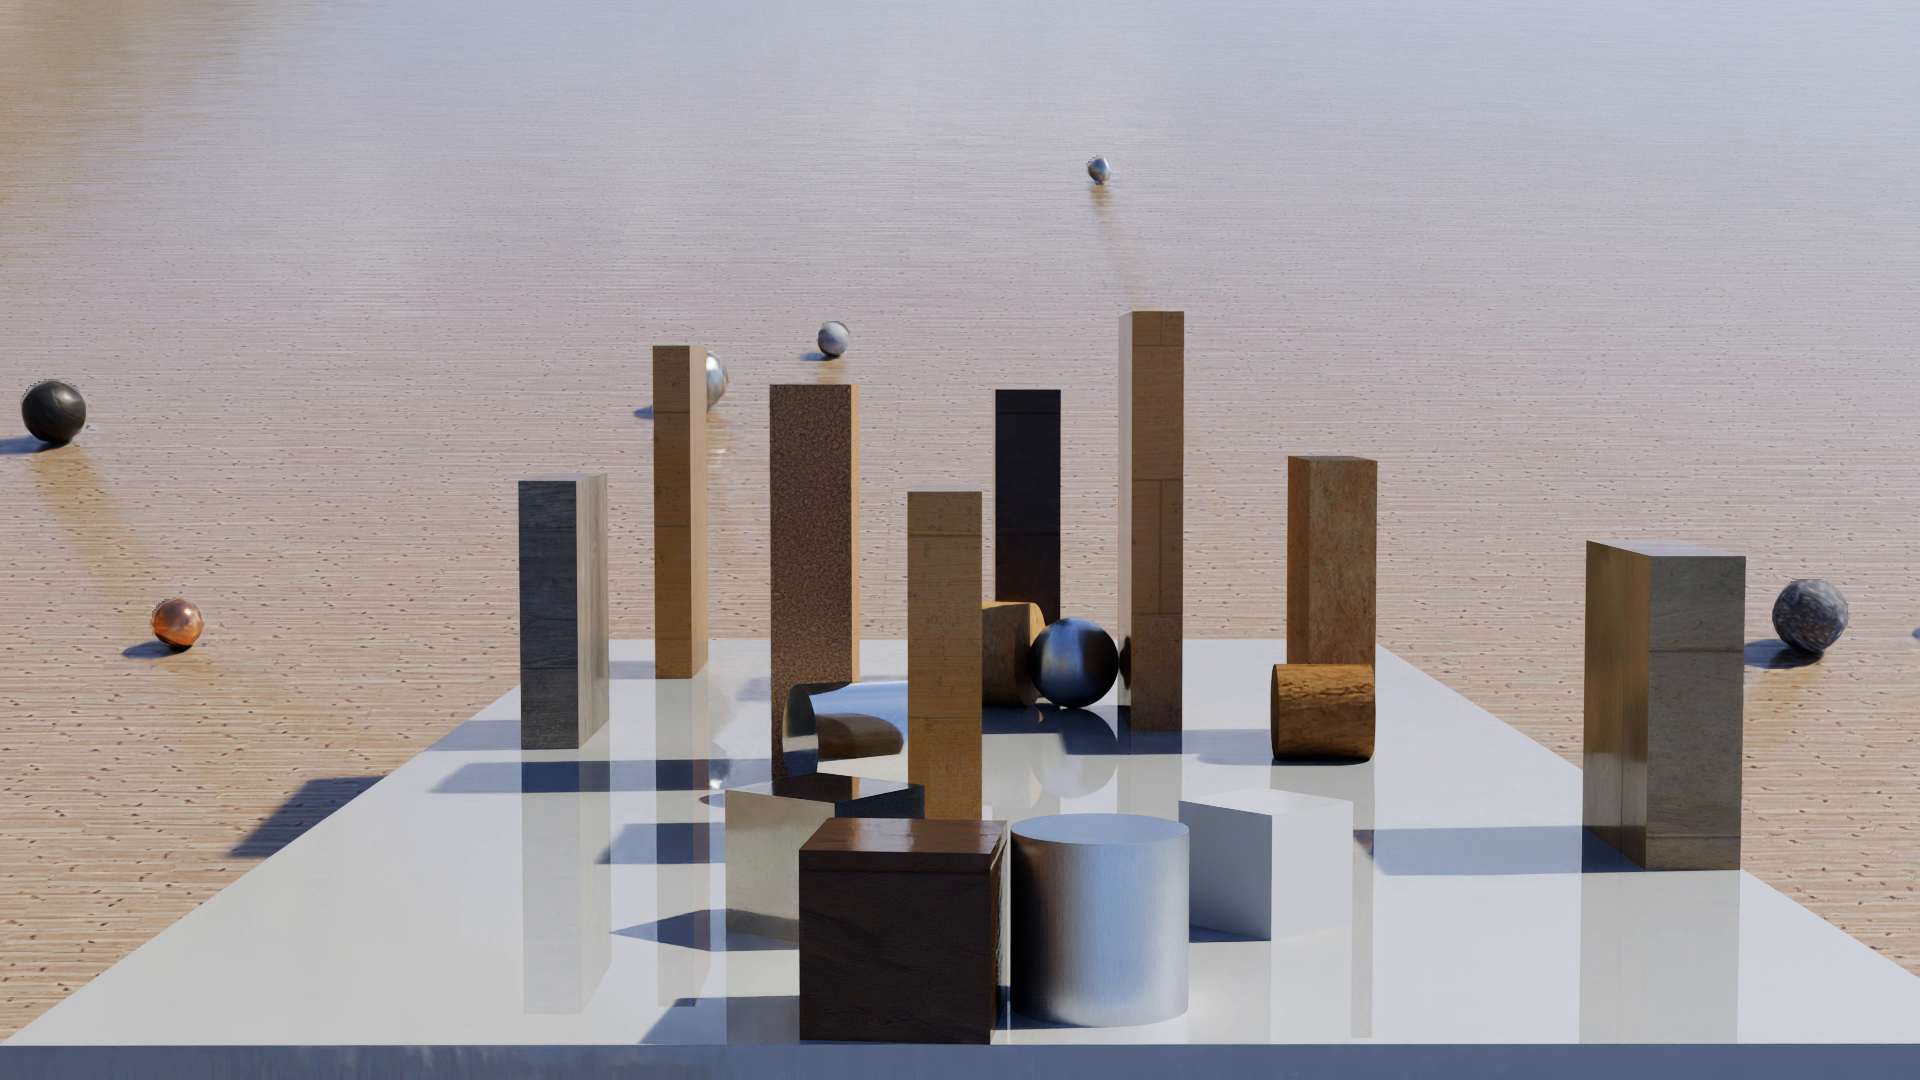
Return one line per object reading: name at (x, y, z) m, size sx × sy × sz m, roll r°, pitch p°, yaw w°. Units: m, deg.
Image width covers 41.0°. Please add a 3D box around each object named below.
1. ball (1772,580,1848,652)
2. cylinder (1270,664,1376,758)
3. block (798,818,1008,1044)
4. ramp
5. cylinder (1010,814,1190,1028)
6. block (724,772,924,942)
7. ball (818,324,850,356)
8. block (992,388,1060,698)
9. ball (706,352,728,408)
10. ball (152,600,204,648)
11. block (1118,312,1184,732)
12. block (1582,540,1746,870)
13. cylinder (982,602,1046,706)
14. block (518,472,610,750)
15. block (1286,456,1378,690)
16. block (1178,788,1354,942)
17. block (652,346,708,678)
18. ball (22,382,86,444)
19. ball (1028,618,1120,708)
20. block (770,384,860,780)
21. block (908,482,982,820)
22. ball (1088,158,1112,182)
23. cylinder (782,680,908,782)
ball at (2.212, 0.198, 6.687) m, size 0.185 × 0.185 × 0.185 m, roll 0°, pitch 20°, yaw 0°
cylinder at (0.629, 0.297, 4.459) m, size 0.164 × 0.164 × 0.164 m, roll 0°, pitch 20°, yaw 2°
block at (-0.055, 0.396, 2.631) m, size 0.191 × 0.191 × 0.191 m, roll 0°, pitch 4°, yaw 6°
ramp at (0.047, 0.425, 4.533) m, size 2.000 × 0.100 × 4.000 m, roll 0°, pitch 4°, yaw 0°
cylinder at (0.146, 0.394, 2.688) m, size 0.187 × 0.187 × 0.187 m, roll 0°, pitch 4°, yaw 0°
block at (-0.161, 0.380, 3.075) m, size 0.169 × 0.169 × 0.169 m, roll 3°, pitch 4°, yaw 37°
ball at (-0.460, -0.726, 9.307) m, size 0.117 × 0.117 × 0.117 m, roll 0°, pitch 20°, yaw 0°
block at (0.140, -0.005, 5.523) m, size 0.135 × 0.638 × 0.437 m, roll 0°, pitch 4°, yaw 0°
ball at (-0.883, -0.541, 8.685) m, size 0.197 × 0.197 × 0.197 m, roll 0°, pitch 20°, yaw 0°
ball at (-2.044, 0.219, 6.714) m, size 0.127 × 0.127 × 0.127 m, roll 0°, pitch 20°, yaw 0°
block at (0.367, -0.045, 4.979) m, size 0.096 × 0.784 × 0.397 m, roll 0°, pitch 4°, yaw 0°
block at (0.981, 0.221, 3.598) m, size 0.127 × 0.421 × 0.348 m, roll 0°, pitch 4°, yaw 0°
cylinder at (0.045, 0.229, 5.217) m, size 0.209 × 0.209 × 0.209 m, roll 1°, pitch 19°, yaw 20°
block at (-0.732, 0.122, 4.767) m, size 0.103 × 0.479 × 0.407 m, roll 0°, pitch 4°, yaw 0°
block at (0.675, 0.108, 4.681) m, size 0.118 × 0.515 × 0.301 m, roll 0°, pitch 4°, yaw 0°
block at (0.369, 0.389, 3.101) m, size 0.148 × 0.148 × 0.148 m, roll -3°, pitch 5°, yaw -42°
block at (-0.633, -0.072, 5.835) m, size 0.081 × 0.734 × 0.378 m, roll 0°, pitch 4°, yaw 0°
ball at (-2.941, -0.415, 8.336) m, size 0.201 × 0.201 × 0.201 m, roll 0°, pitch 20°, yaw 0°
ball at (0.228, 0.246, 5.149) m, size 0.182 × 0.182 × 0.182 m, roll 0°, pitch 20°, yaw 0°
block at (-0.239, 0.065, 4.285) m, size 0.131 × 0.650 × 0.331 m, roll 0°, pitch 4°, yaw 0°
block at (-0.021, 0.176, 3.670) m, size 0.102 × 0.504 × 0.321 m, roll 0°, pitch 4°, yaw 0°
ball at (0.660, -1.740, 12.074) m, size 0.115 × 0.115 × 0.115 m, roll 0°, pitch 20°, yaw 0°
cylinder at (-0.165, 0.314, 4.040) m, size 0.183 × 0.183 × 0.183 m, roll -1°, pitch 19°, yaw -21°
